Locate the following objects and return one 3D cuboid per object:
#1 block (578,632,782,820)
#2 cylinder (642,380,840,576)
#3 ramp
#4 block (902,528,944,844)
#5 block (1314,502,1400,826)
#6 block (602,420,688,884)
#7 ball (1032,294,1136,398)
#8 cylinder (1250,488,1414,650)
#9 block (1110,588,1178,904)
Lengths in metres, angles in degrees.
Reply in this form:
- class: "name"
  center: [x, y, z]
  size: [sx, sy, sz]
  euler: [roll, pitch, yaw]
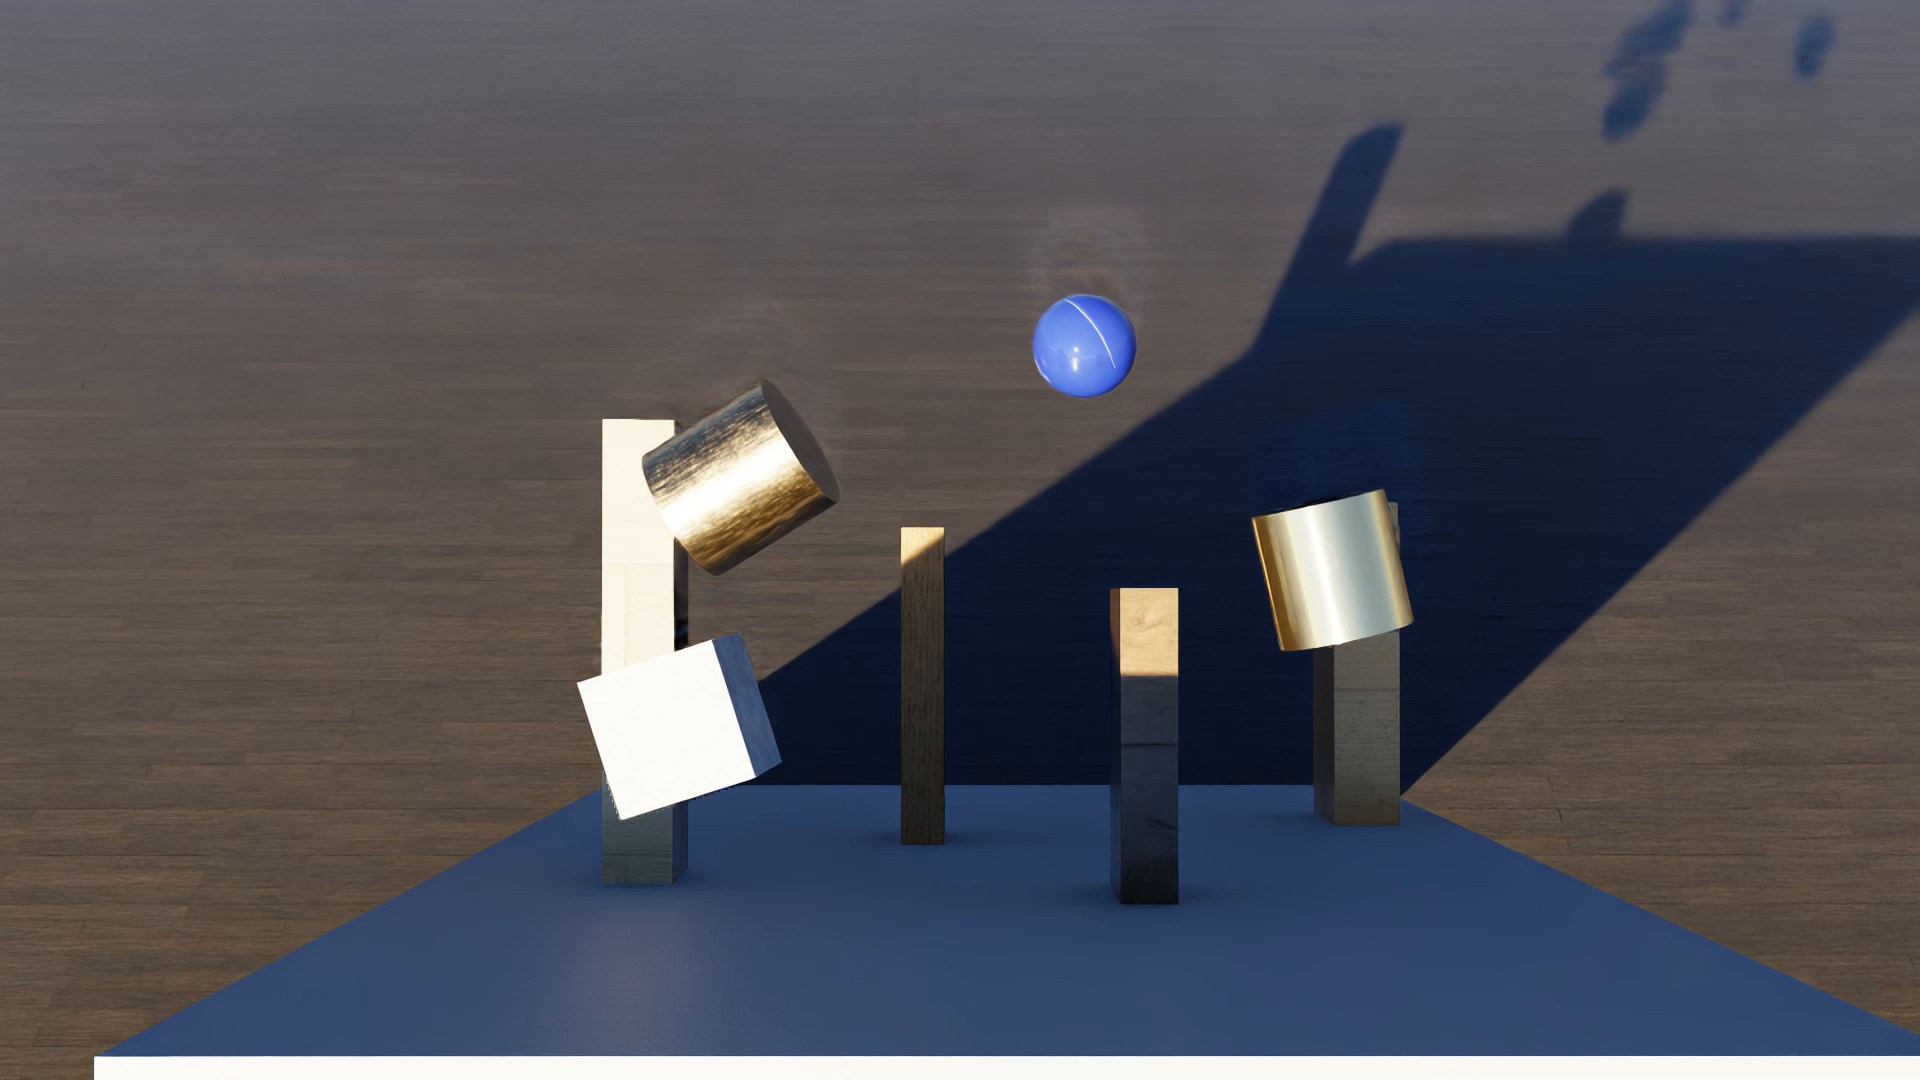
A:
- class: "block"
  center: [-0.291, 0.192, 2.722]
  size: [0.147, 0.147, 0.147]
  euler: [-18, -1, 7]
- class: "cylinder"
  center: [-0.229, -0.065, 2.718]
  size: [0.150, 0.150, 0.150]
  euler: [-31, 34, 9]
- class: "ramp"
  center: [0.074, 0.646, 4.772]
  size: [2.000, 0.100, 4.000]
  euler: [0, -1, 0]
- class: "block"
  center: [-0.074, 0.293, 5.287]
  size: [0.084, 0.629, 0.280]
  euler: [0, -1, 0]
- class: "block"
  center: [0.875, 0.269, 5.749]
  size: [0.140, 0.695, 0.331]
  euler: [0, -1, 0]
- class: "block"
  center: [-0.553, 0.193, 4.575]
  size: [0.121, 0.797, 0.249]
  euler: [0, -1, 0]
- class: "ball"
  center: [0.141, -0.220, 2.939]
  size: [0.118, 0.118, 0.118]
  euler: [0, 33, 0]
- class: "cylinder"
  center: [0.376, 0.029, 2.620]
  size: [0.138, 0.138, 0.138]
  euler: [-13, 1, 0]
- class: "block"
  center: [0.303, 0.333, 4.297]
  size: [0.092, 0.505, 0.290]
  euler: [0, -1, 0]
